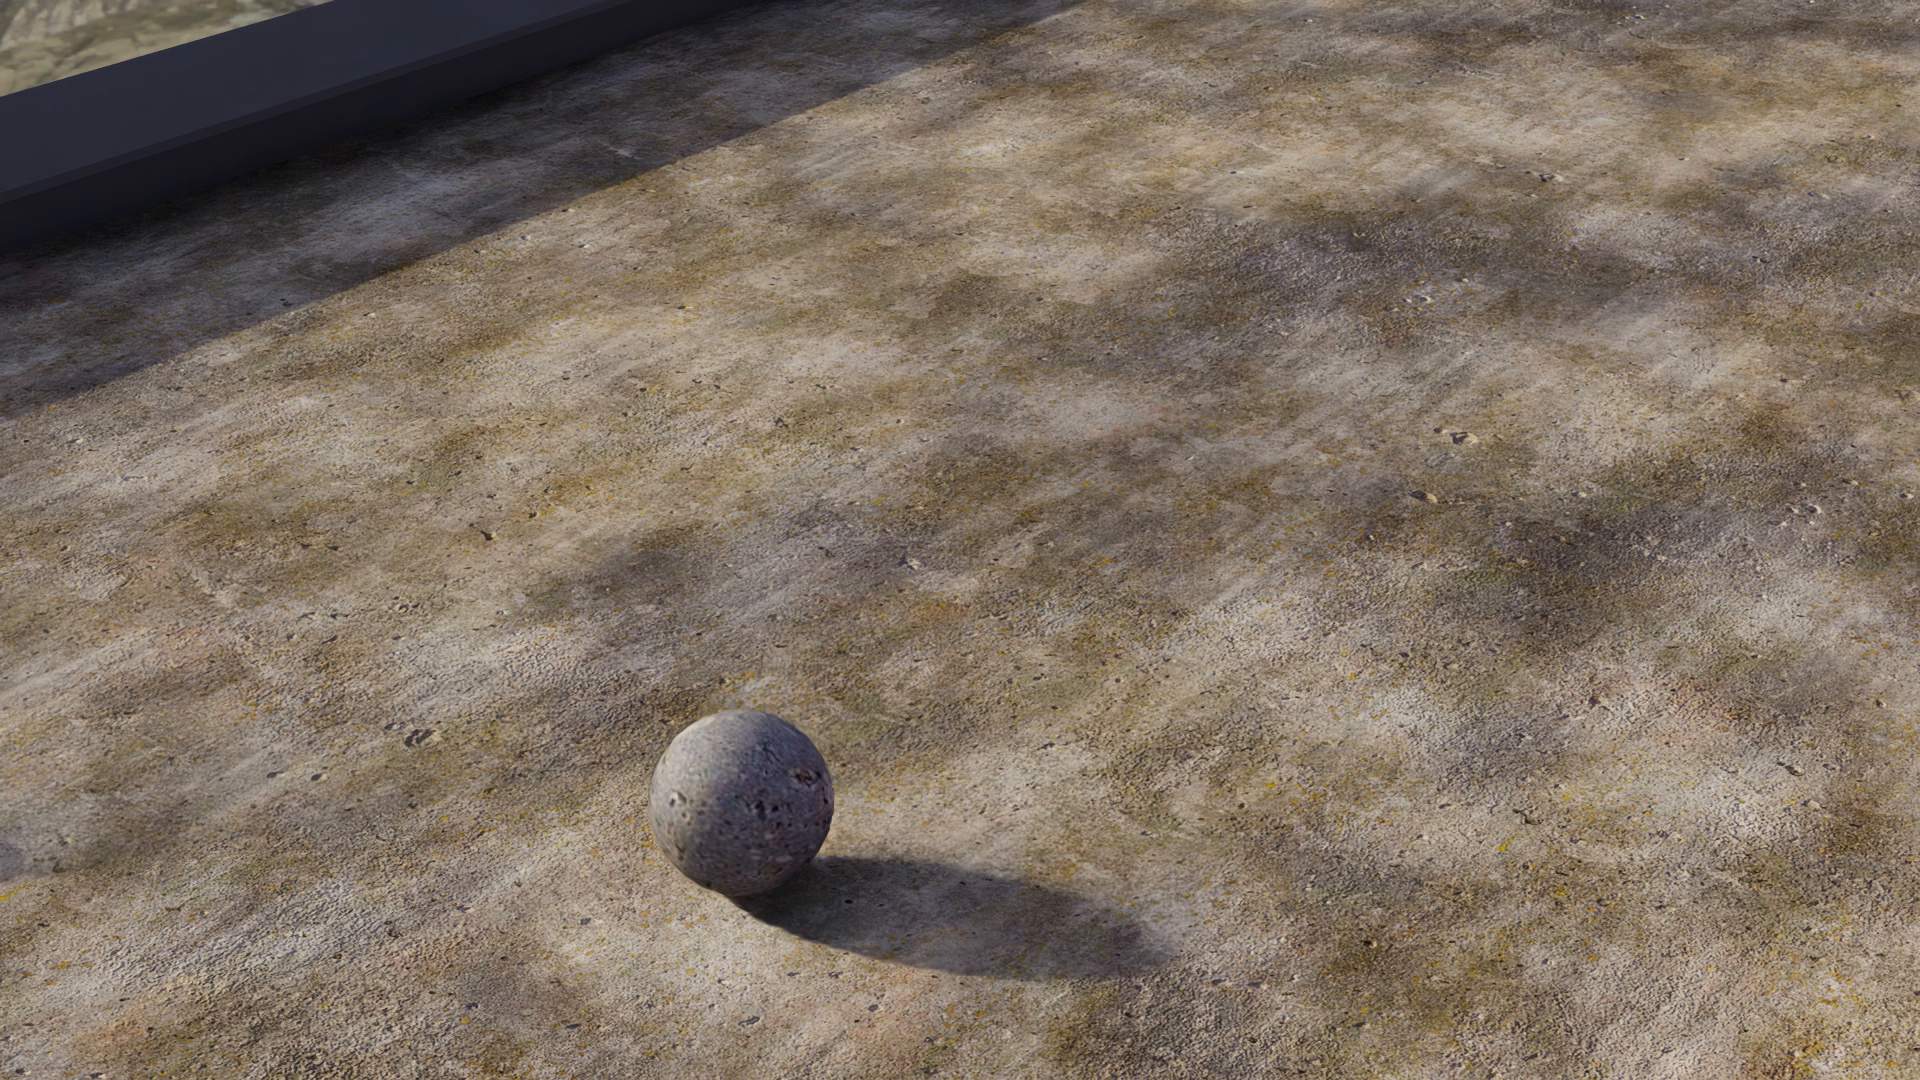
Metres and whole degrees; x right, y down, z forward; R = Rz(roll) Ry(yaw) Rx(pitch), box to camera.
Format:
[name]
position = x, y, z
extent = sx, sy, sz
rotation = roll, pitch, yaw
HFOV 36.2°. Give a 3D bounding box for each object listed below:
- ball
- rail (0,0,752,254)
[ball]
position = -0.111, 0.133, 1.498
extent = 0.094, 0.094, 0.094
rotation = 0, 25, 0
[rail]
position = -0.234, -0.595, 2.995
extent = 0.045, 0.126, 3.852
rotation = 17, 30, 32
